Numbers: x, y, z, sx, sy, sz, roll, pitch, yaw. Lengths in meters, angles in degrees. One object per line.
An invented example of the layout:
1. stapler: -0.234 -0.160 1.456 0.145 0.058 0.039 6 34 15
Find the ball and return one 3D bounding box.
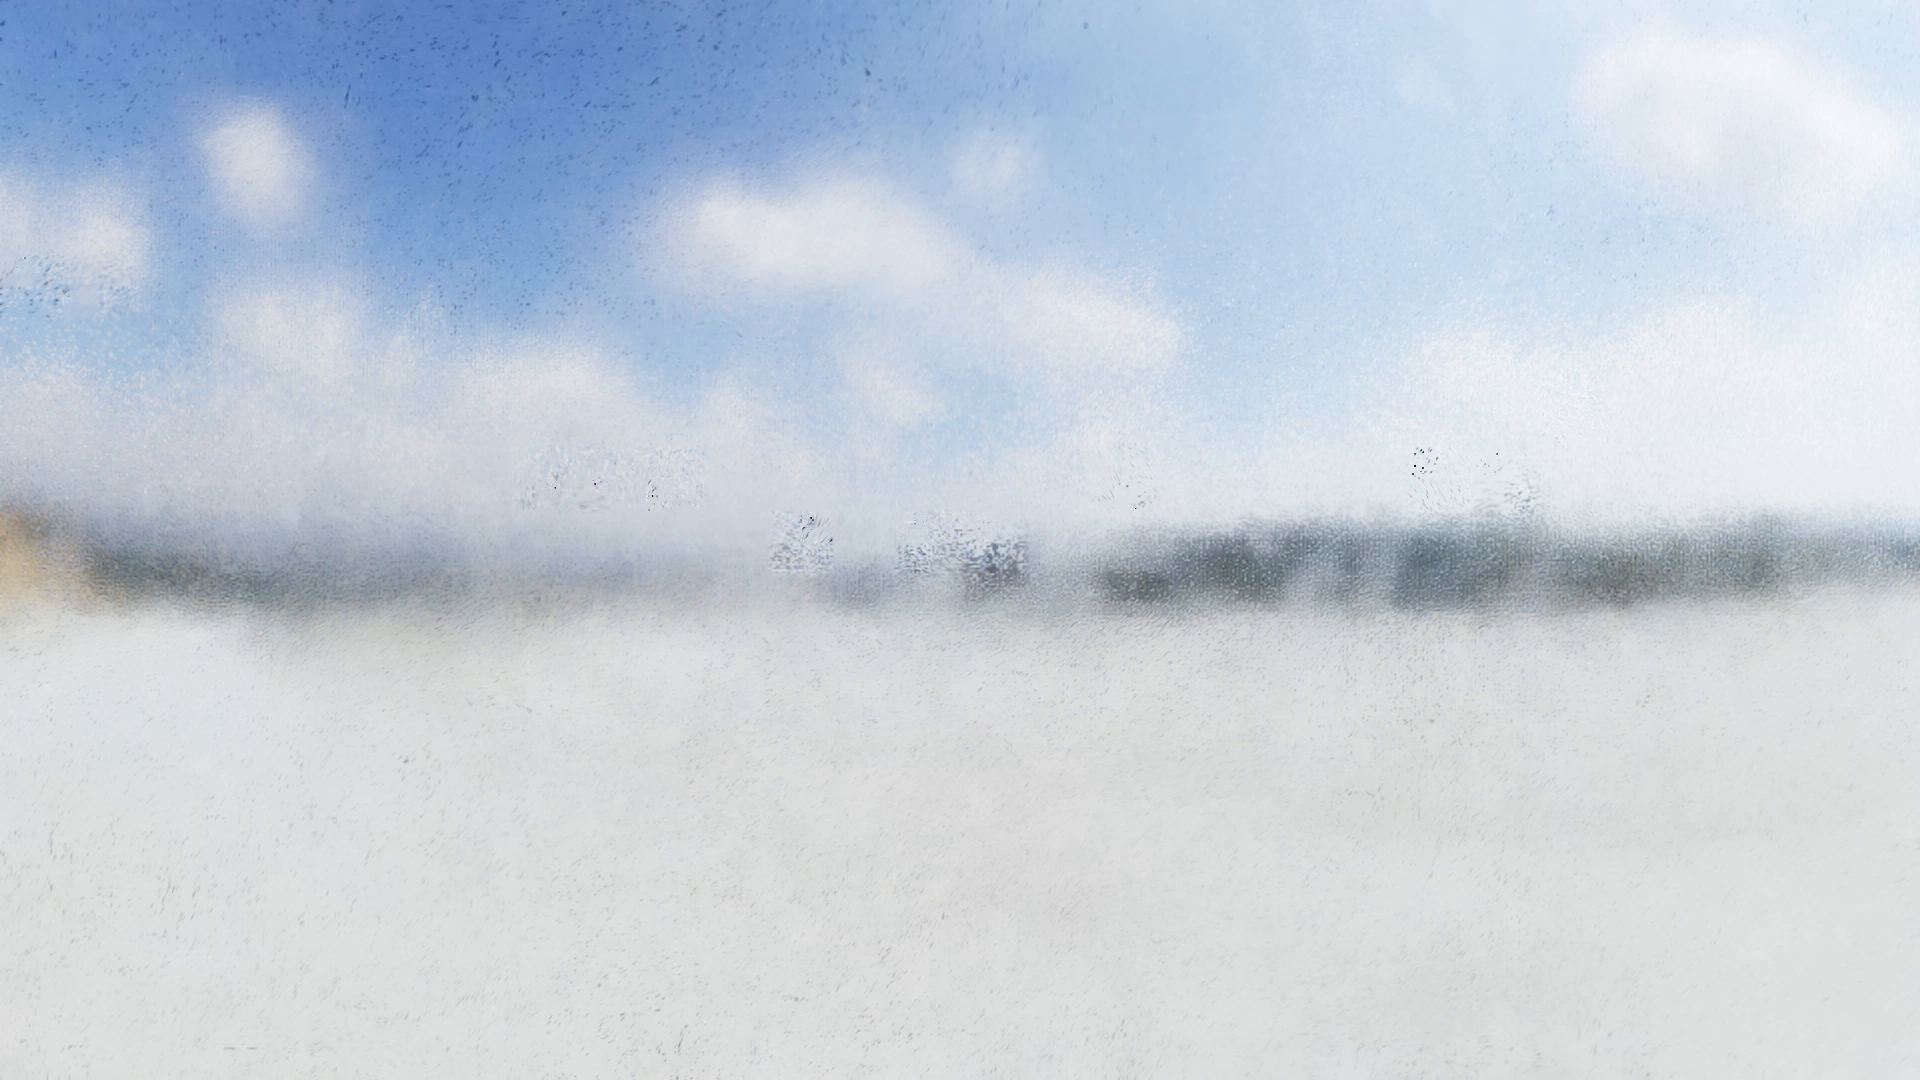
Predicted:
1. ball: 0.000 -0.002 0.056 0.080 0.080 0.080 0 4 0
